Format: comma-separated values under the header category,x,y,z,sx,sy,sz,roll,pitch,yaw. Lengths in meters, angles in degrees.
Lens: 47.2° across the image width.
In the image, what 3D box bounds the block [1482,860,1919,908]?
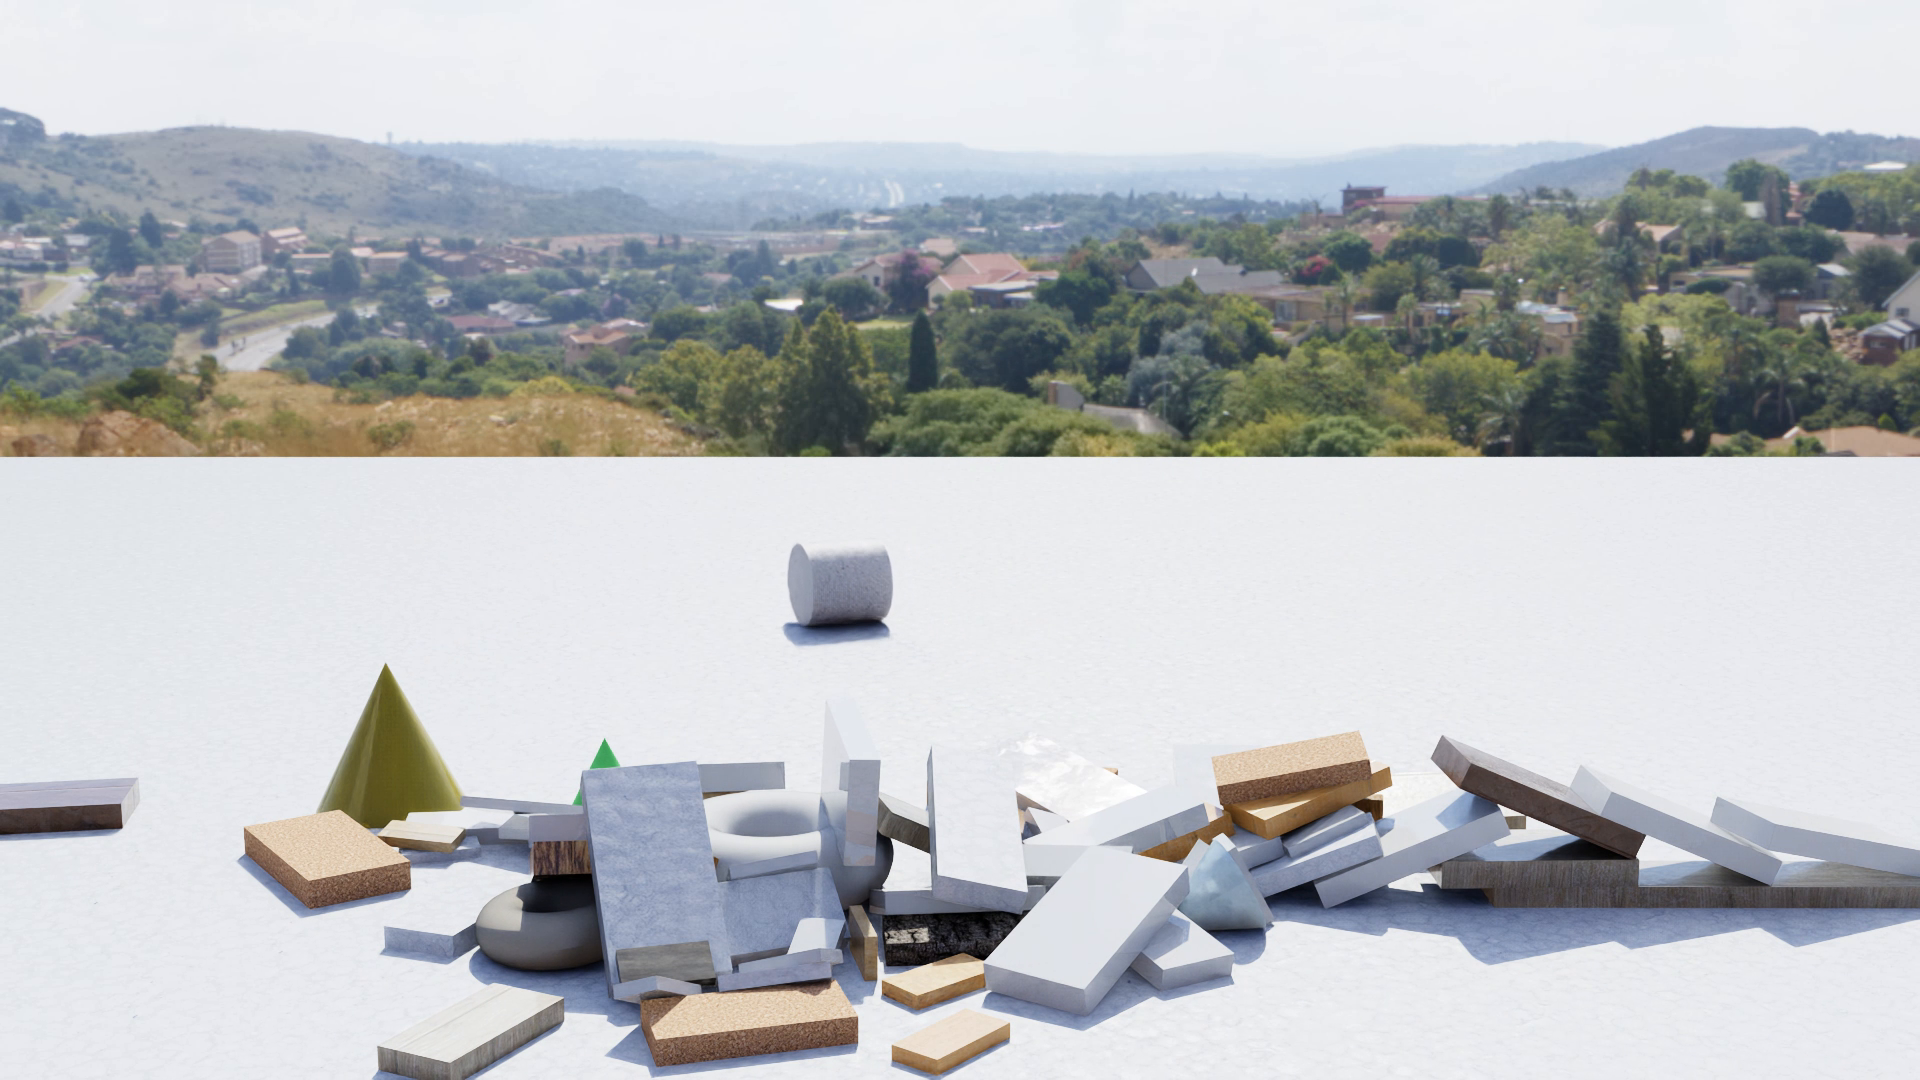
category,x,y,z,sx,sy,sz,roll,pitch,yaw
block,1.370,0.573,3.661,0.989,0.037,0.130,0,11,0

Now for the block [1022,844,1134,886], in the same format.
category,x,y,z,sx,sy,sz,roll,pitch,yaw
block,0.157,0.527,3.564,0.240,0.021,0.075,-1,34,14

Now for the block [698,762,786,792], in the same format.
category,x,y,z,sx,sy,sz,roll,pitch,yaw
block,-0.468,0.439,4.014,0.173,0.049,0.375,1,-8,-26

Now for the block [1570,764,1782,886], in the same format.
category,x,y,z,sx,sy,sz,roll,pitch,yaw
block,1.187,0.472,3.655,0.315,0.045,0.158,22,9,-6

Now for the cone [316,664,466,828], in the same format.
category,x,y,z,sx,sy,sz,roll,pitch,yaw
cone,-1.070,0.364,4.123,0.279,0.279,0.279,0,11,0

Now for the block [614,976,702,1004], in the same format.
category,x,y,z,sx,sy,sz,roll,pitch,yaw
block,-0.429,0.642,3.125,0.068,0.019,0.136,-16,-21,17

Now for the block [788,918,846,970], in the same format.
category,x,y,z,sx,sy,sz,roll,pitch,yaw
block,-0.222,0.623,3.316,0.069,0.020,0.139,2,30,11

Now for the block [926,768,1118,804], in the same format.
category,x,y,z,sx,sy,sz,roll,pitch,yaw
block,0.121,0.469,4.189,0.336,0.048,0.168,3,11,14

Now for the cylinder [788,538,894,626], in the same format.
category,x,y,z,sx,sy,sz,roll,pitch,yaw
cylinder,-0.310,0.108,5.680,0.213,0.213,0.213,-4,11,-22

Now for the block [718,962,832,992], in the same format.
category,x,y,z,sx,sy,sz,roll,pitch,yaw
block,-0.270,0.641,3.197,0.162,0.023,0.081,-6,-19,-9

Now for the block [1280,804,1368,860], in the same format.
category,x,y,z,sx,sy,sz,roll,pitch,yaw
block,0.601,0.485,3.656,0.142,0.020,0.071,-24,7,-6

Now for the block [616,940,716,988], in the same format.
category,x,y,z,sx,sy,sz,roll,pitch,yaw
block,-0.429,0.623,3.201,0.136,0.019,0.068,-3,43,-17

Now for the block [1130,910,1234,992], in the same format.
category,x,y,z,sx,sy,sz,roll,pitch,yaw
block,0.290,0.605,3.382,0.130,0.037,0.259,-6,21,-30

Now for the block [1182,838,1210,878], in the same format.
category,x,y,z,sx,sy,sz,roll,pitch,yaw
block,0.350,0.553,3.536,0.021,0.075,0.149,33,42,10

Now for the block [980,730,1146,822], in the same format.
category,x,y,z,sx,sy,sz,roll,pitch,yaw
block,0.174,0.456,4.047,0.168,0.048,0.336,-21,29,-34

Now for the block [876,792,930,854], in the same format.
category,x,y,z,sx,sy,sz,roll,pitch,yaw
block,-0.017,0.504,3.683,0.284,0.040,0.142,25,2,-20

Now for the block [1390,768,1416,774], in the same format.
category,x,y,z,sx,sy,sz,roll,pitch,yaw
block,0.856,0.494,4.063,0.158,0.045,0.315,4,11,19

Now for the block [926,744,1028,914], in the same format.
category,x,y,z,sx,sy,sz,roll,pitch,yaw
block,0.023,0.465,3.594,0.142,0.040,0.460,12,20,-6

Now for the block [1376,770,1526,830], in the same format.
category,x,y,z,sx,sy,sz,roll,pitch,yaw
block,0.798,0.476,3.908,0.377,0.048,0.169,-3,23,4

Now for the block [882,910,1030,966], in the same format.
category,x,y,z,sx,sy,sz,roll,pitch,yaw
block,0.031,0.617,3.420,0.297,0.037,0.130,-1,11,-5

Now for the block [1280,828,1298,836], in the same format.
category,x,y,z,sx,sy,sz,roll,pitch,yaw
block,0.612,0.532,3.781,0.142,0.071,0.020,2,-7,10

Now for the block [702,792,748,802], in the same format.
category,x,y,z,sx,sy,sz,roll,pitch,yaw
block,-0.500,0.468,3.917,0.217,0.031,0.108,2,-8,-34

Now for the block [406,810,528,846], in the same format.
category,x,y,z,sx,sy,sz,roll,pitch,yaw
block,-0.611,0.513,3.998,0.777,0.031,0.108,-1,11,-7

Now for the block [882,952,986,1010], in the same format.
category,x,y,z,sx,sy,sz,roll,pitch,yaw
block,-0.028,0.654,3.262,0.162,0.023,0.081,-9,14,-41

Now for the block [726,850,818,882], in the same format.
category,x,y,z,sx,sy,sz,roll,pitch,yaw
block,-0.294,0.517,3.442,0.139,0.020,0.069,-9,-22,-14

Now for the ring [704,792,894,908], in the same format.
category,x,y,z,sx,sy,sz,roll,pitch,yaw
ring,-0.315,0.523,3.664,0.409,0.136,0.409,0,9,0

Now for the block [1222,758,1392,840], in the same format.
category,x,y,z,sx,sy,sz,roll,pitch,yaw
block,0.590,0.430,3.738,0.259,0.037,0.130,-19,17,-23

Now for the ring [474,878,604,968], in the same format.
category,x,y,z,sx,sy,sz,roll,pitch,yaw
ring,-0.622,0.593,3.415,0.258,0.086,0.258,-3,9,1

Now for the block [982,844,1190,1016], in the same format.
category,x,y,z,sx,sy,sz,roll,pitch,yaw
block,0.195,0.583,3.319,0.169,0.048,0.338,8,29,31

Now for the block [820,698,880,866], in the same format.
category,x,y,z,sx,sy,sz,roll,pitch,yaw
block,-0.181,0.389,3.587,0.049,0.173,0.346,2,11,-10

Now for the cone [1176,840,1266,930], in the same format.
category,x,y,z,sx,sy,sz,roll,pitch,yaw
cone,0.376,0.586,3.498,0.159,0.159,0.159,-29,15,-7

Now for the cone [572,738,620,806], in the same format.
category,x,y,z,sx,sy,sz,roll,pitch,yaw
cone,-0.637,0.428,3.955,0.152,0.152,0.152,0,11,0
